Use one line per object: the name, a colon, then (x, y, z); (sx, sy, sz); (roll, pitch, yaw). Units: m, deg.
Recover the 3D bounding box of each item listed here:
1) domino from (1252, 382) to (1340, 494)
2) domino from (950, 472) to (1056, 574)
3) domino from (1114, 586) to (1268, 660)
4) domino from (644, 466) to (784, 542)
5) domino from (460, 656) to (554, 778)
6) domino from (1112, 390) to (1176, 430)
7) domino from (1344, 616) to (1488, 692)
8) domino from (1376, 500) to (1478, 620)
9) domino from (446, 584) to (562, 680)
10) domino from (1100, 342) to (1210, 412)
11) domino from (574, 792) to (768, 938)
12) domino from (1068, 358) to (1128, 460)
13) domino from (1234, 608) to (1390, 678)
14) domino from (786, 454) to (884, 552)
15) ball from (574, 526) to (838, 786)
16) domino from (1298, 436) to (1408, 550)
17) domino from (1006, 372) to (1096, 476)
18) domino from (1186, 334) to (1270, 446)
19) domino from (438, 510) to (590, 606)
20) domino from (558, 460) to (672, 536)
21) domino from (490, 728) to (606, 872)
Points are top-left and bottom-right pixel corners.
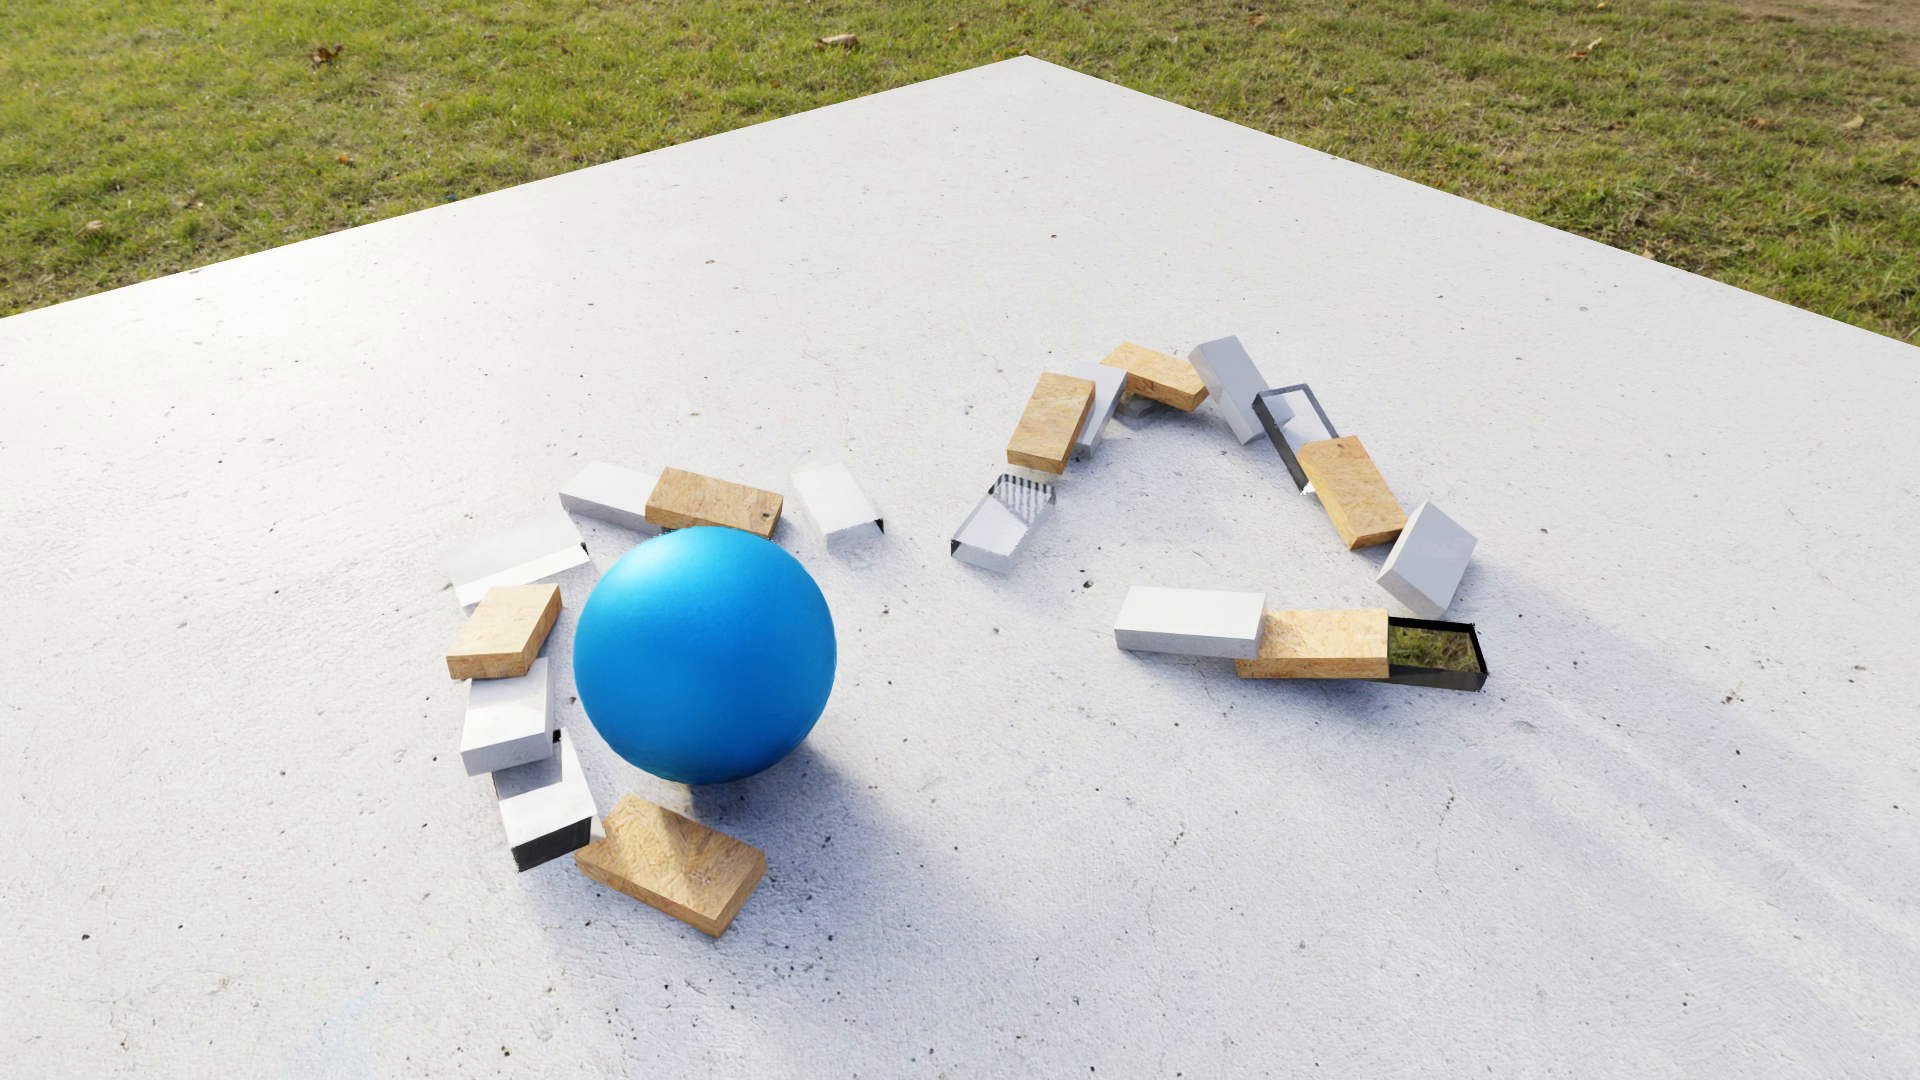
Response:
domino: (0.152, -0.046, 0.486); (0.025, 0.009, 0.050); (-12, 60, -15)
domino: (0.019, -0.008, 0.453); (0.025, 0.009, 0.050); (17, 42, 20)
domino: (0.084, 0.029, 0.398); (0.050, 0.009, 0.025); (2, 37, 25)
domino: (-0.100, -0.013, 0.450); (0.050, 0.009, 0.025); (14, 43, -2)
domino: (-0.149, 0.057, 0.363); (0.025, 0.010, 0.050); (-12, 26, -14)
domino: (0.093, -0.072, 0.531); (0.050, 0.010, 0.025); (-30, 48, -31)
domino: (0.160, 0.040, 0.395); (0.050, 0.010, 0.025); (5, 40, 6)
domino: (0.182, 0.008, 0.426); (0.025, 0.009, 0.050); (40, 49, 7)
domino: (-0.163, 0.032, 0.395); (0.025, 0.009, 0.050); (-3, 26, -4)
domino: (0.094, -0.078, 0.524); (0.050, 0.010, 0.025); (25, 45, 27)
domino: (-0.086, 0.096, 0.327); (0.050, 0.010, 0.025); (17, 42, 19)
domino: (0.057, -0.061, 0.508); (0.025, 0.010, 0.050); (16, 56, 19)
domino: (0.124, 0.036, 0.387); (0.050, 0.010, 0.025); (-3, 36, 25)
domino: (-0.053, -0.016, 0.464); (0.025, 0.010, 0.050); (-16, 42, -19)
ball: (-0.079, 0.036, 0.344); (0.080, 0.080, 0.080); (0, 39, 0)
domino: (0.164, -0.020, 0.458); (0.025, 0.010, 0.050); (-10, 55, -12)
domino: (0.041, -0.053, 0.492); (0.025, 0.010, 0.050); (14, 56, 17)
domino: (0.129, -0.070, 0.508); (0.025, 0.009, 0.050); (-19, 72, -30)
domino: (-0.176, 0.006, 0.436); (0.050, 0.010, 0.025); (-23, 44, -25)
domino: (-0.140, -0.018, 0.465); (0.050, 0.010, 0.025); (14, 41, 17)
domino: (-0.128, 0.079, 0.339); (0.025, 0.010, 0.050); (-20, 30, -22)
